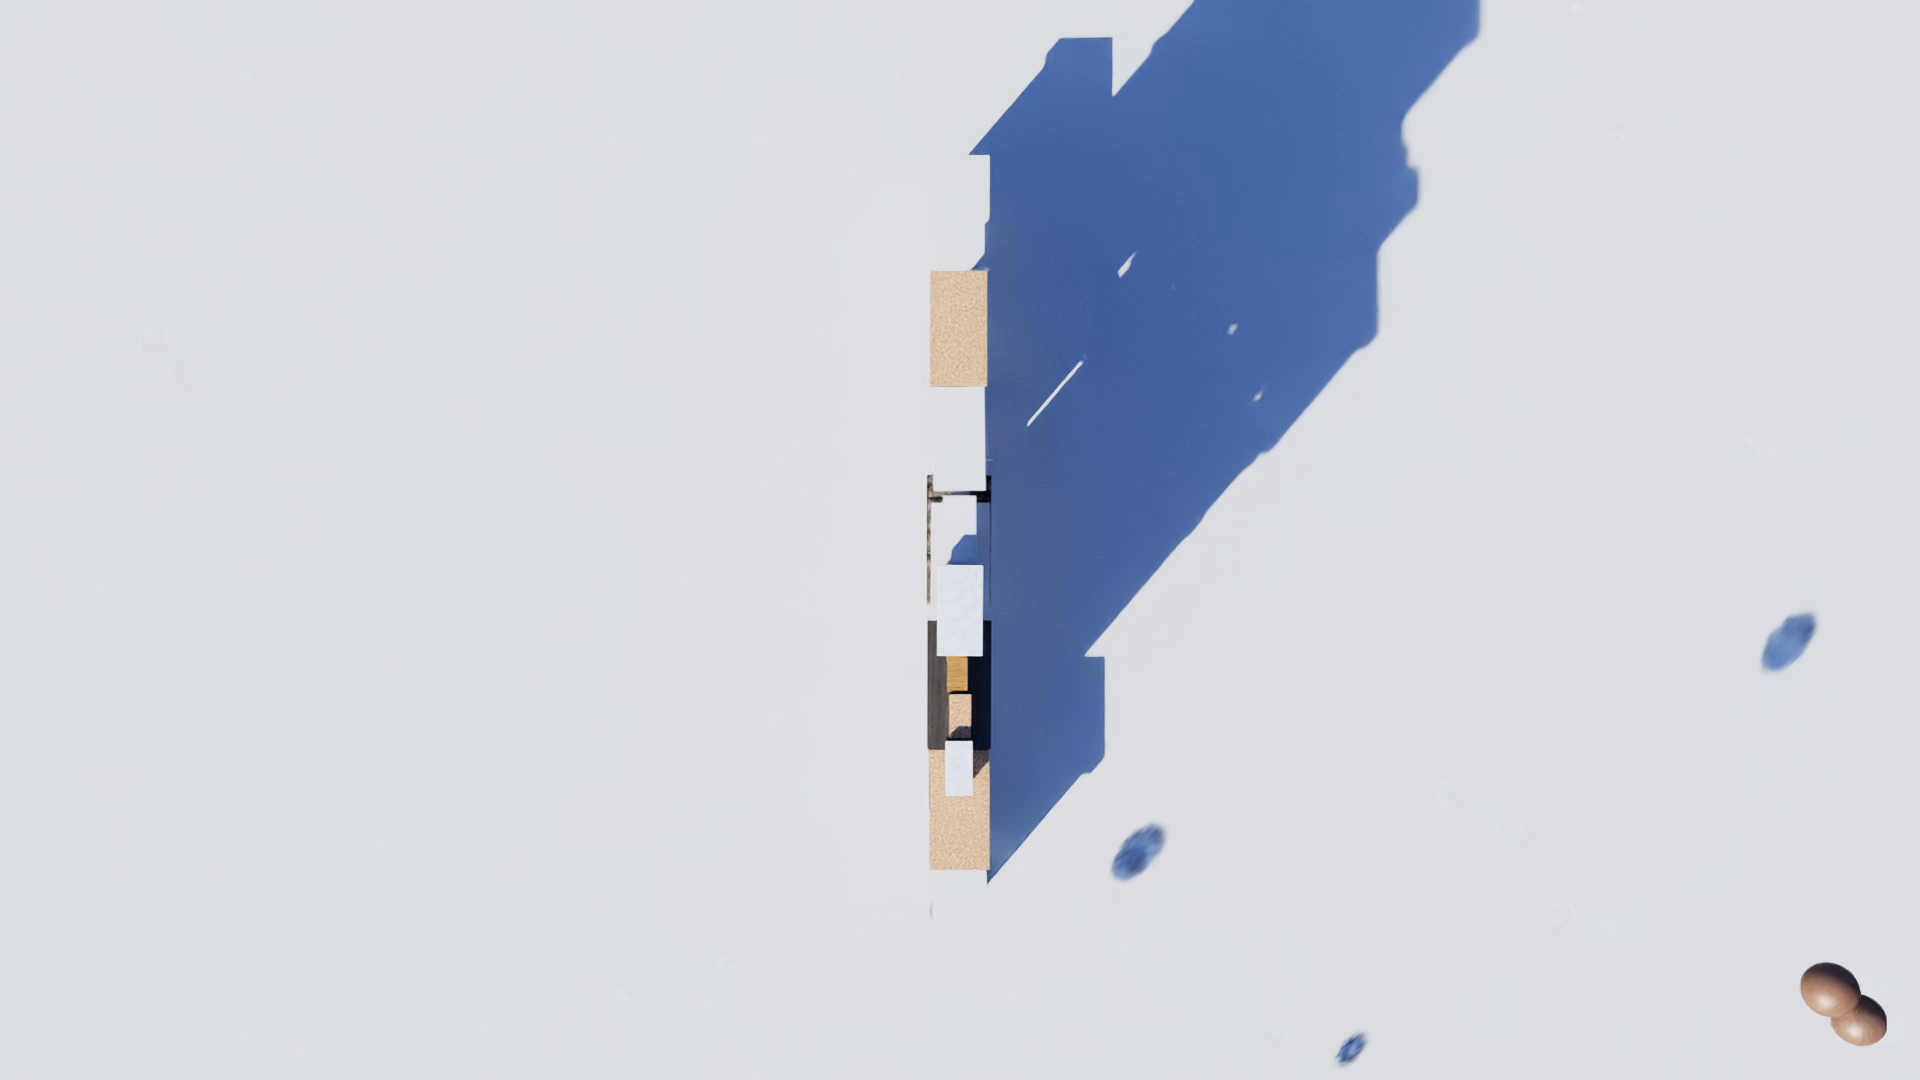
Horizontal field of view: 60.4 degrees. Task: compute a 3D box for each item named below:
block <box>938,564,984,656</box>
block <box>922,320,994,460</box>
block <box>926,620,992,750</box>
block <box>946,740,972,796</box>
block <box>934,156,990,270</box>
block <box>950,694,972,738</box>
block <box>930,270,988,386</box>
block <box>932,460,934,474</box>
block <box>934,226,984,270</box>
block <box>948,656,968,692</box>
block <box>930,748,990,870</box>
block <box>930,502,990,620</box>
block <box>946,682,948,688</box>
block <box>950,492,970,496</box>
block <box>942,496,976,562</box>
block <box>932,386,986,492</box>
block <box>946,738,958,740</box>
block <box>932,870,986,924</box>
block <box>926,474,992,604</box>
[{"bbox_3d":[0.000,0.166,3.914,0.107,0.030,0.214,0,90,0],"label":"block"},{"bbox_3d":[-0.005,-0.382,4.206,0.178,0.050,0.356,0,90,0],"label":"block"},{"bbox_3d":[-0.003,0.371,4.248,0.164,0.047,0.329,0,90,0],"label":"block"},{"bbox_3d":[-0.002,0.564,4.081,0.067,0.019,0.134,0,90,0],"label":"block"},{"bbox_3d":[0.004,-1.016,5.126,0.175,0.049,0.349,0,90,0],"label":"block"},{"bbox_3d":[0.000,0.438,4.109,0.054,0.015,0.108,0,90,0],"label":"block"},{"bbox_3d":[-0.003,-0.498,3.893,0.134,0.038,0.268,0,90,0],"label":"block"},{"bbox_3d":[-0.003,-0.355,5.146,0.165,0.047,0.330,0,90,0],"label":"block"},{"bbox_3d":[-0.002,-0.701,4.423,0.136,0.039,0.273,0,90,0],"label":"block"},{"bbox_3d":[-0.007,0.328,4.116,0.050,0.014,0.101,0,90,0],"label":"block"},{"bbox_3d":[-0.002,0.695,4.264,0.154,0.044,0.309,0,90,0],"label":"block"},{"bbox_3d":[0.001,0.054,4.165,0.148,0.042,0.296,0,90,0],"label":"block"},{"bbox_3d":[-0.007,0.362,4.174,0.050,0.101,0.014,0,90,0],"label":"block"},{"bbox_3d":[0.001,-0.153,4.376,0.050,0.014,0.099,0,90,0],"label":"block"},{"bbox_3d":[-0.001,-0.026,3.971,0.081,0.023,0.161,0,90,0],"label":"block"},{"bbox_3d":[-0.003,-0.240,3.915,0.124,0.035,0.248,-1,90,0],"label":"block"},{"bbox_3d":[-0.003,0.519,4.158,0.067,0.134,0.019,0,90,0],"label":"block"},{"bbox_3d":[-0.001,1.023,5.141,0.168,0.048,0.336,0,90,0],"label":"block"},{"bbox_3d":[-0.003,-0.001,4.507,0.175,0.050,0.351,0,90,0],"label":"block"}]
